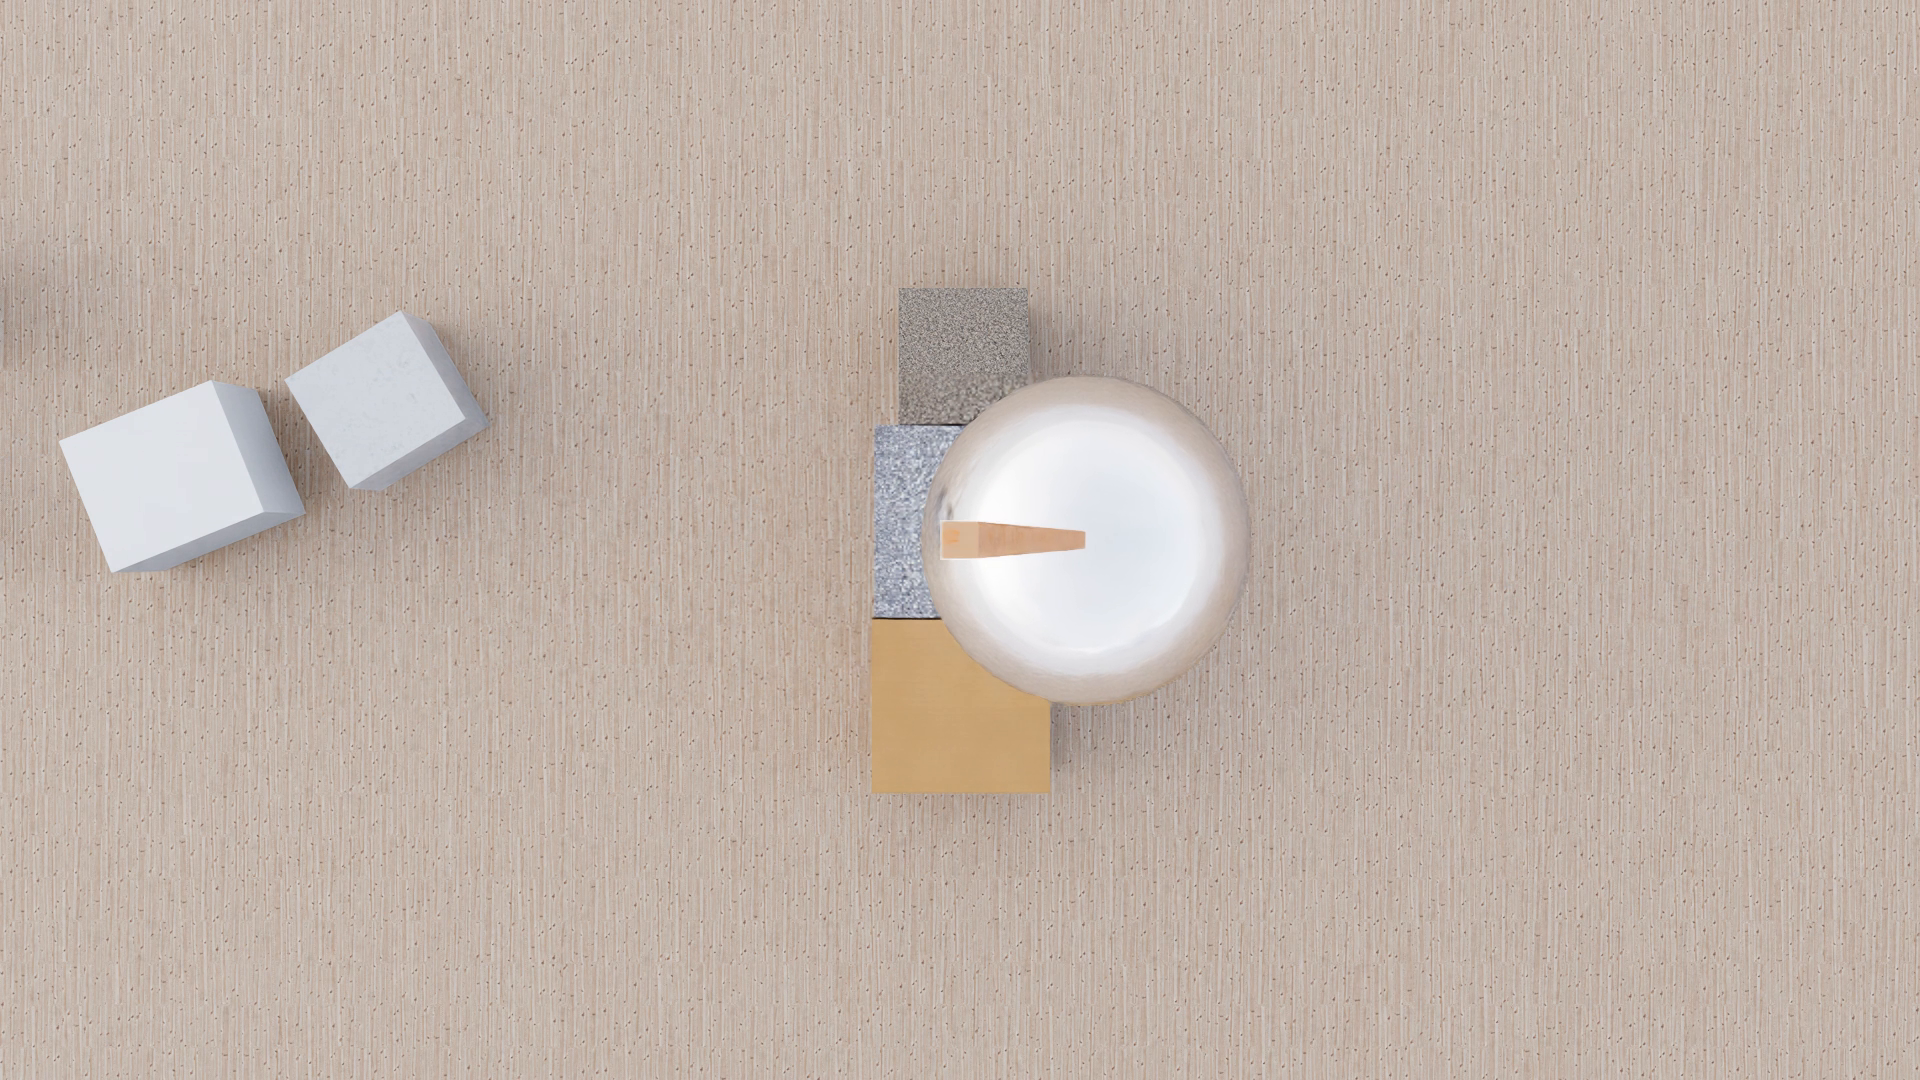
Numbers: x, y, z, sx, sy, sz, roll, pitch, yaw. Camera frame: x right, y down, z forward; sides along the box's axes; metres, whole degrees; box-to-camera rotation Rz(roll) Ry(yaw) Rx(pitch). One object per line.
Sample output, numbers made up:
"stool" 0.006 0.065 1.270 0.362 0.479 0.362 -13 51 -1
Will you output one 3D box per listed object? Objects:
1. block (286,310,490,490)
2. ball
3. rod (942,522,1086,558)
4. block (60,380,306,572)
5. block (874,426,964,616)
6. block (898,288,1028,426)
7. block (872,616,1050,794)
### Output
"block" -3.282 -0.789 12.668 0.759 0.664 0.711 -31 90 0
"ball" 0.606 0.000 10.678 1.600 1.600 1.600 0 90 0
"rod" 0.263 0.000 7.296 0.080 5.200 0.080 0 90 6
"block" -4.434 -0.353 12.605 0.912 0.790 0.788 -22 90 0
"block" 0.001 -0.103 12.550 0.940 0.901 1.052 0 90 0
"block" 0.018 -1.015 12.574 0.714 0.853 0.754 0 90 0
"block" 0.004 0.913 12.546 0.981 0.909 0.959 0 90 0
